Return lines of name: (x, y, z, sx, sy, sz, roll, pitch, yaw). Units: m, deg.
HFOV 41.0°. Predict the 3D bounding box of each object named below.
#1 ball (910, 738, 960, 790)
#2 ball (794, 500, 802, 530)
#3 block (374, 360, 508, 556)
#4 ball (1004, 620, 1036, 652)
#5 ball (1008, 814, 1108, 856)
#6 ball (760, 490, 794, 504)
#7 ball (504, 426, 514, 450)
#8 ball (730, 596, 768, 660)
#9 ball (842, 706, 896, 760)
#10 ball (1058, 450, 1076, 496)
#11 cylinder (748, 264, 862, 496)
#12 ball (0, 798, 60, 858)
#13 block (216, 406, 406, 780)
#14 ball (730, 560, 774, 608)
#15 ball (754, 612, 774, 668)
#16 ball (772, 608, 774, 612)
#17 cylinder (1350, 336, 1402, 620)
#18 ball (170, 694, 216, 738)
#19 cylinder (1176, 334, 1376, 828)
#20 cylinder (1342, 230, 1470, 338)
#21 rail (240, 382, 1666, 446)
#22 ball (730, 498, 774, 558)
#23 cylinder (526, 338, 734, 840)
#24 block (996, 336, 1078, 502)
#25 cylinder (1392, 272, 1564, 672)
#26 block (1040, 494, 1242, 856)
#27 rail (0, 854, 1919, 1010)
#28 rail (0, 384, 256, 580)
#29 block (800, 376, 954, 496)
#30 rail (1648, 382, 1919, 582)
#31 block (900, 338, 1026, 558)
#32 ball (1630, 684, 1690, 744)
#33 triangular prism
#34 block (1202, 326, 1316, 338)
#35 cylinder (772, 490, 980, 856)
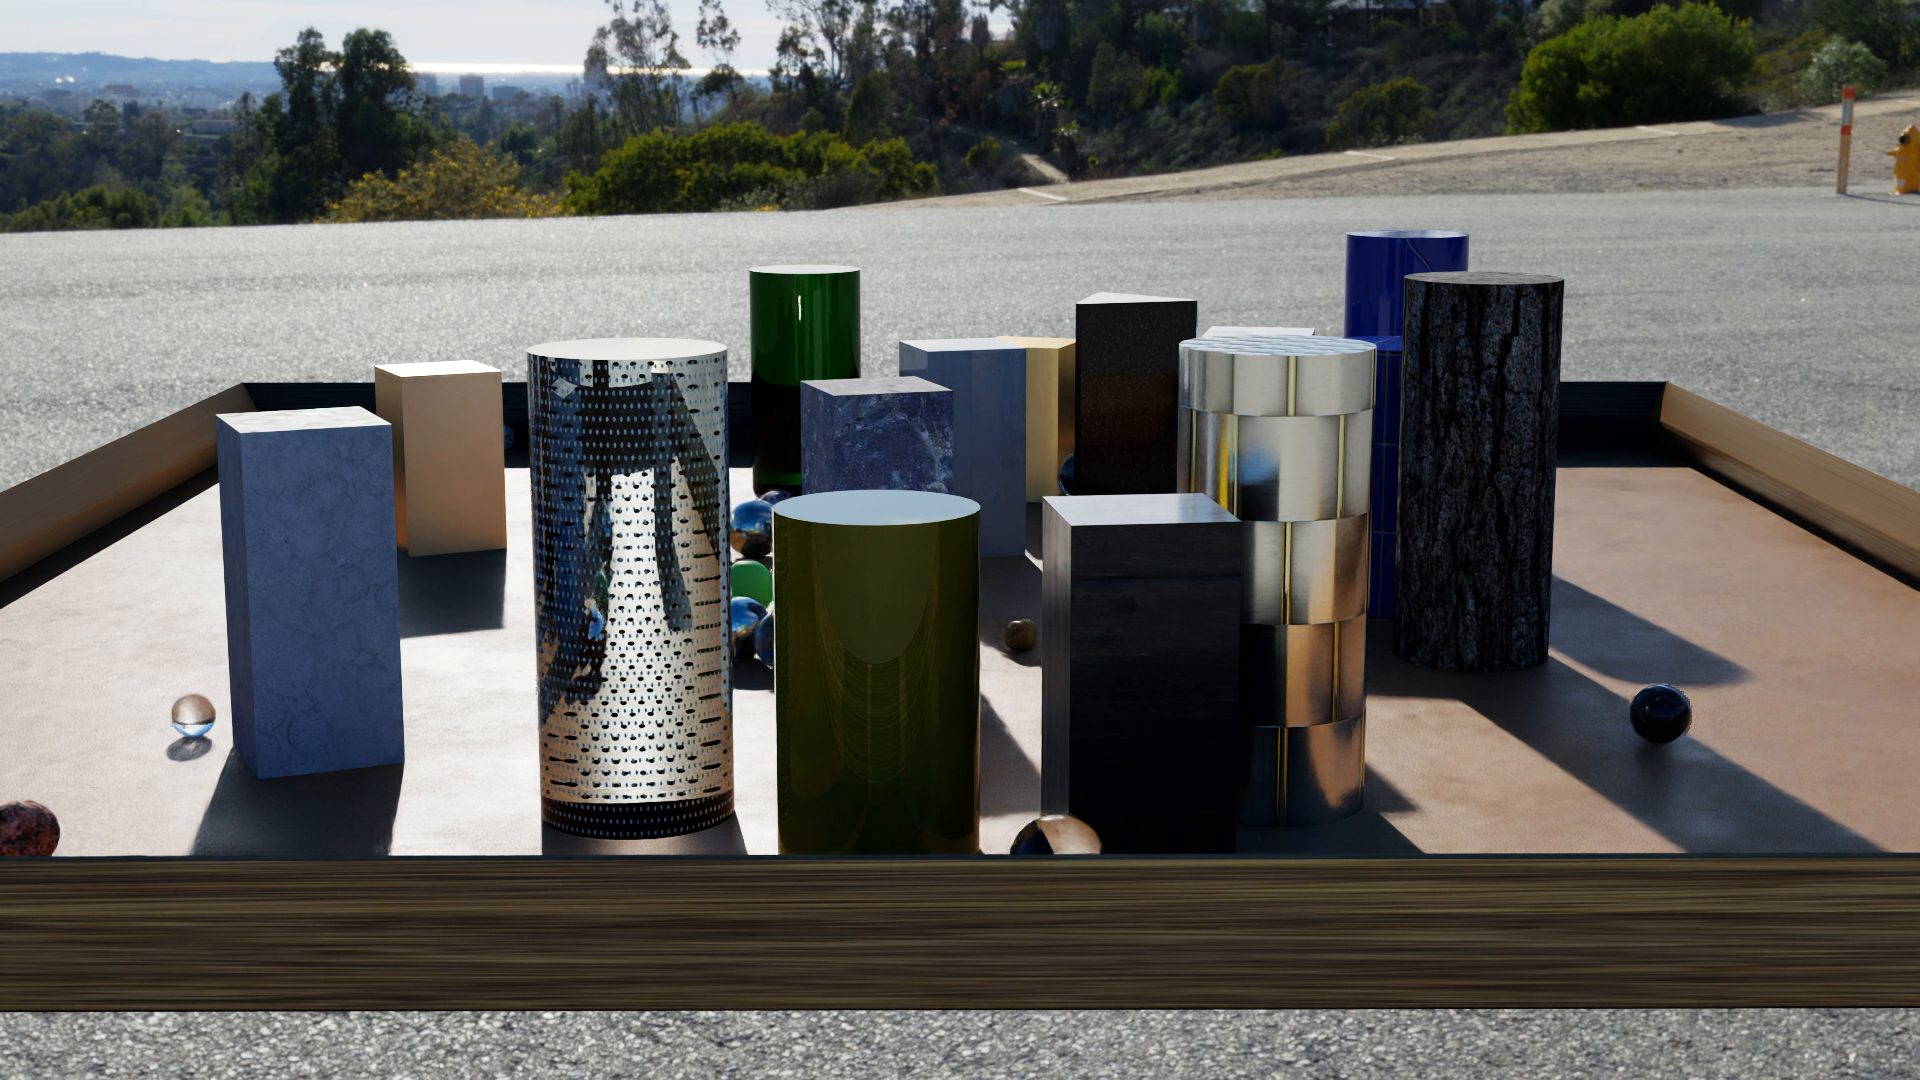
ball: (-0.025, 0.227, 2.604, 0.051, 0.051, 0.051, 0, 11, 0)
ball: (-0.261, -0.040, 4.051, 0.047, 0.047, 0.047, 0, 11, 0)
block: (-0.790, -0.127, 3.903, 0.152, 0.271, 0.152, -5, 12, -27)
ball: (0.076, 0.120, 3.210, 0.040, 0.040, 0.040, 0, 11, 0)
ball: (0.085, 0.281, 2.219, 0.087, 0.087, 0.087, 0, 11, 0)
ball: (-0.284, -0.042, 3.996, 0.071, 0.071, 0.071, 0, 11, 0)
ball: (-0.869, -0.193, 4.863, 0.051, 0.051, 0.051, 0, 11, 0)
ball: (-0.271, 0.109, 3.169, 0.078, 0.078, 0.078, 0, 11, 0)
ball: (-0.097, 0.204, 2.712, 0.057, 0.057, 0.057, 0, 11, 0)
ball: (0.211, -0.106, 4.279, 0.093, 0.093, 0.093, 0, 11, 0)
cylinder: (-0.265, -0.276, 4.414, 0.190, 0.379, 0.190, 0, 11, 0)
ball: (-0.856, 0.269, 2.344, 0.065, 0.065, 0.065, 0, 11, 0)
block: (-0.686, 0.051, 2.707, 0.152, 0.360, 0.152, -5, 12, -25)
ball: (-0.283, 0.064, 3.415, 0.075, 0.075, 0.075, 0, 11, 0)
ball: (-0.215, 0.121, 3.119, 0.071, 0.071, 0.071, 0, 11, 0)
ball: (-0.220, 0.104, 3.273, 0.049, 0.049, 0.049, 0, 11, 0)
cylinder: (0.588, -0.086, 3.450, 0.190, 0.358, 0.190, 0, 11, 0)
ball: (-0.838, 0.192, 2.804, 0.047, 0.047, 0.047, 0, 11, 0)
cylinder: (0.308, 0.035, 2.527, 0.190, 0.457, 0.190, 0, 11, 0)
cylinder: (0.695, -0.248, 4.031, 0.190, 0.464, 0.190, 0, 11, 0)
rail: (-0.008, -0.236, 4.889, 2.725, 0.124, 0.045, 0, 11, 0)
ball: (-0.306, -0.017, 3.815, 0.089, 0.089, 0.089, 0, 11, 0)
cylinder: (-0.317, 0.042, 2.486, 0.190, 0.458, 0.190, 0, 11, 0)
block: (0.115, -0.207, 4.361, 0.152, 0.260, 0.152, 4, 11, 19)
cylinder: (0.635, -0.088, 3.153, 0.190, 0.469, 0.190, 0, 11, 0)
block: (0.162, 0.133, 2.352, 0.152, 0.328, 0.152, -1, 11, -7)
rail: (0.008, 0.300, 2.009, 2.725, 0.124, 0.045, 0, 11, 0)
rail: (-1.339, 0.033, 3.442, 0.045, 0.124, 2.977, 0, 11, 0)
block: (-0.105, -0.030, 3.223, 0.152, 0.330, 0.152, -4, 11, -18)
rail: (1.339, 0.030, 3.457, 0.045, 0.124, 2.977, 0, 11, 0)
block: (0.003, -0.140, 3.864, 0.152, 0.311, 0.152, -3, 11, -17)
ball: (0.757, 0.189, 2.777, 0.064, 0.064, 0.064, 0, 11, 0)
triangular prism: (0.209, -0.111, 3.402, 0.165, 0.423, 0.143, -3, 11, -16)
block: (0.430, -0.130, 3.721, 0.152, 0.344, 0.152, 2, 11, 10)
cylinder: (-0.076, 0.130, 2.376, 0.190, 0.326, 0.190, 0, 11, 0)
